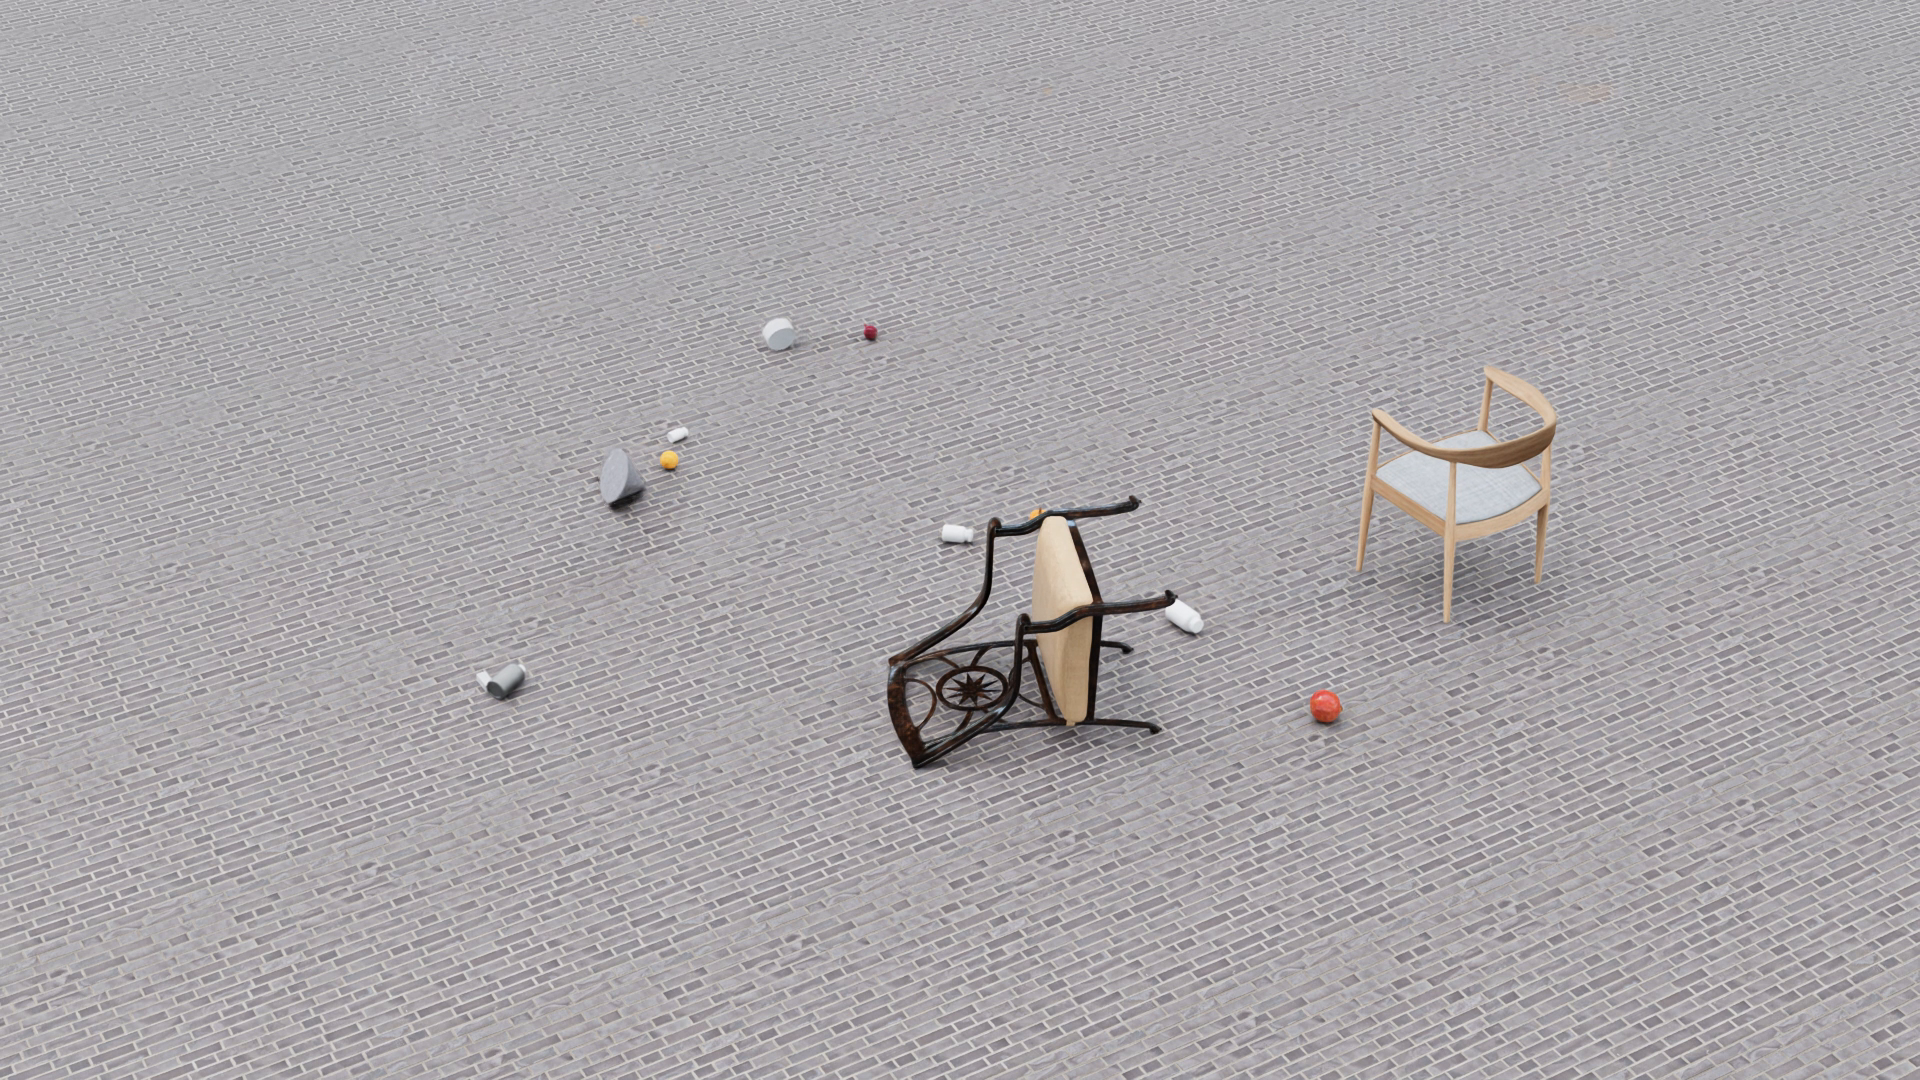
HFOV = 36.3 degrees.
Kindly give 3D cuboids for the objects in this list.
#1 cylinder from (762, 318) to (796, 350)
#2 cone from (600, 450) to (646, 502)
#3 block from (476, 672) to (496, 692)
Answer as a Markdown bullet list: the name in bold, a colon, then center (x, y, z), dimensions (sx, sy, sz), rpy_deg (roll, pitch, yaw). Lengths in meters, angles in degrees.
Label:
- **cylinder**: center (-0.749, -0.853, 12.149), dimensions (0.124, 0.094, 0.086), rpy_deg (-30, 37, 0)
- **cone**: center (-1.259, -0.218, 11.202), dimensions (0.145, 0.190, 0.294), rpy_deg (24, 18, -27)
- **block**: center (-1.645, 0.492, 10.172), dimensions (0.033, 0.028, 0.078), rpy_deg (-19, 38, -27)
